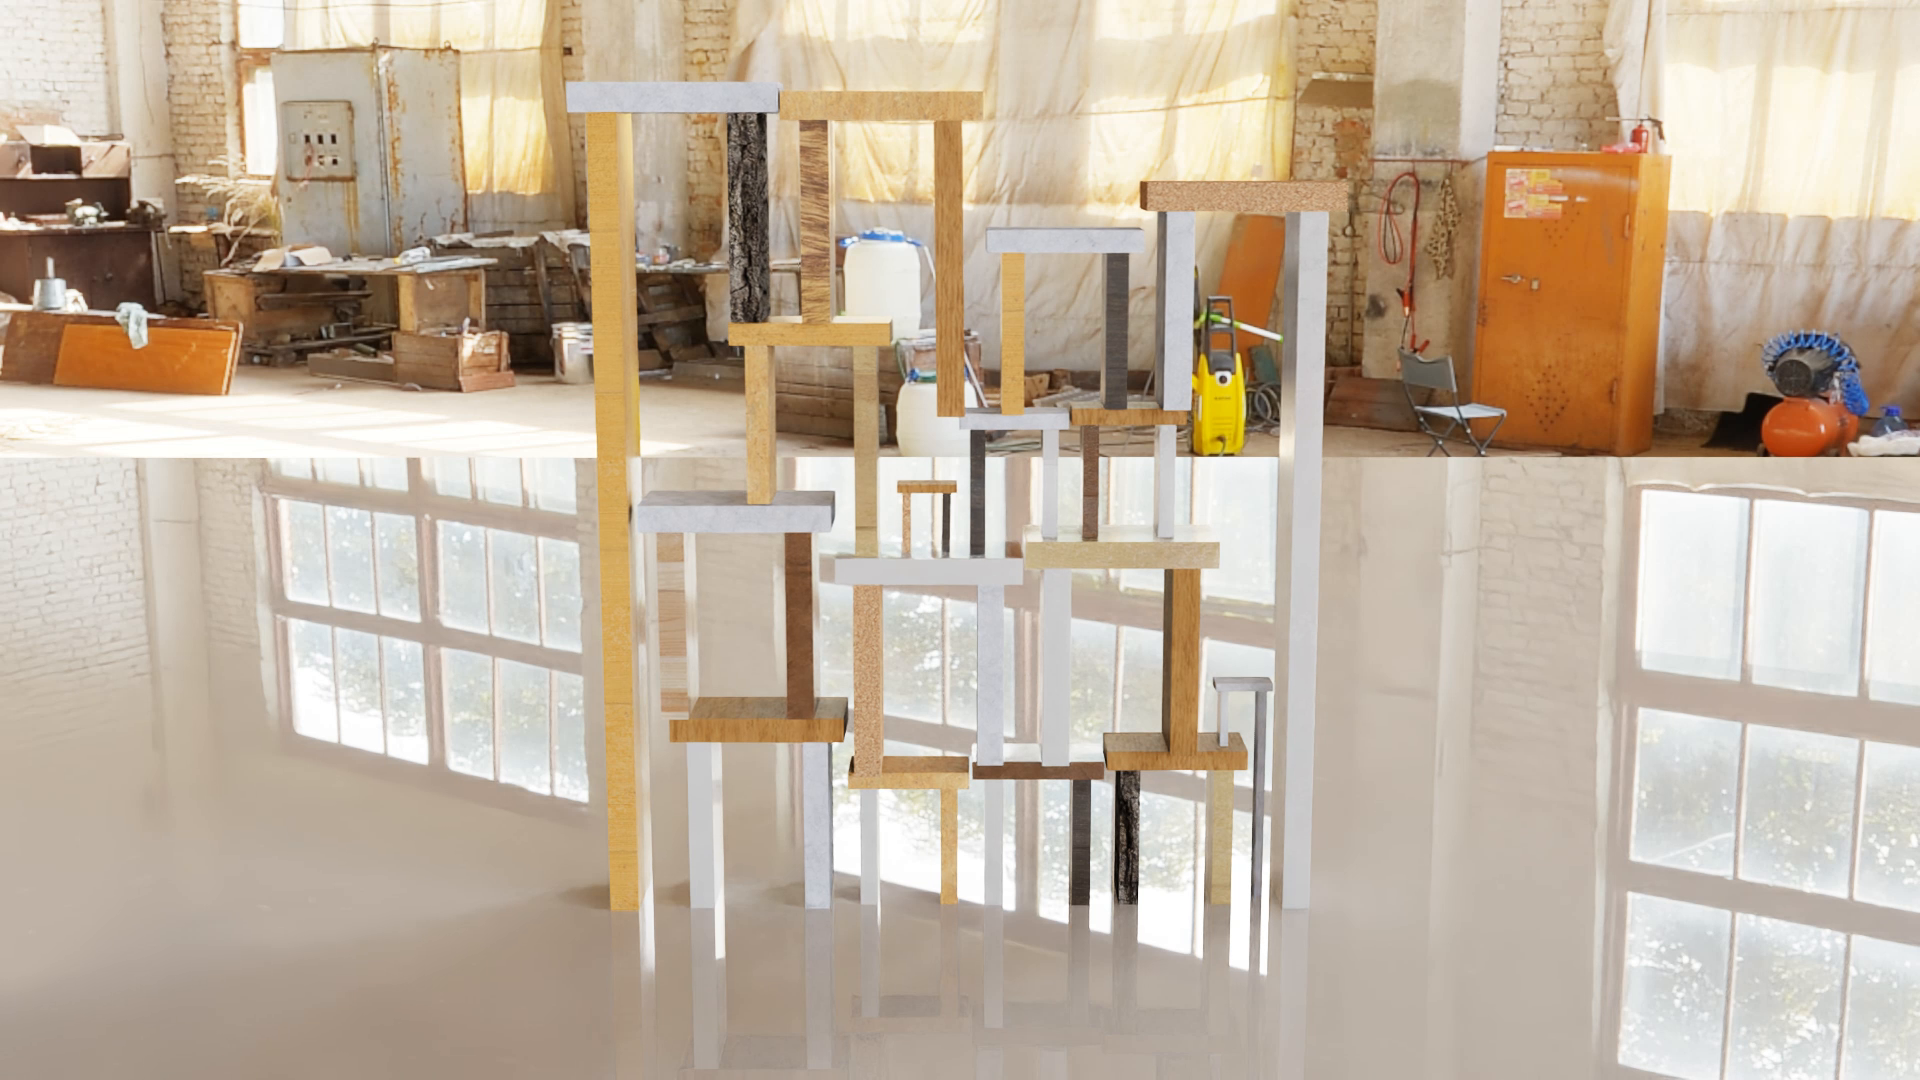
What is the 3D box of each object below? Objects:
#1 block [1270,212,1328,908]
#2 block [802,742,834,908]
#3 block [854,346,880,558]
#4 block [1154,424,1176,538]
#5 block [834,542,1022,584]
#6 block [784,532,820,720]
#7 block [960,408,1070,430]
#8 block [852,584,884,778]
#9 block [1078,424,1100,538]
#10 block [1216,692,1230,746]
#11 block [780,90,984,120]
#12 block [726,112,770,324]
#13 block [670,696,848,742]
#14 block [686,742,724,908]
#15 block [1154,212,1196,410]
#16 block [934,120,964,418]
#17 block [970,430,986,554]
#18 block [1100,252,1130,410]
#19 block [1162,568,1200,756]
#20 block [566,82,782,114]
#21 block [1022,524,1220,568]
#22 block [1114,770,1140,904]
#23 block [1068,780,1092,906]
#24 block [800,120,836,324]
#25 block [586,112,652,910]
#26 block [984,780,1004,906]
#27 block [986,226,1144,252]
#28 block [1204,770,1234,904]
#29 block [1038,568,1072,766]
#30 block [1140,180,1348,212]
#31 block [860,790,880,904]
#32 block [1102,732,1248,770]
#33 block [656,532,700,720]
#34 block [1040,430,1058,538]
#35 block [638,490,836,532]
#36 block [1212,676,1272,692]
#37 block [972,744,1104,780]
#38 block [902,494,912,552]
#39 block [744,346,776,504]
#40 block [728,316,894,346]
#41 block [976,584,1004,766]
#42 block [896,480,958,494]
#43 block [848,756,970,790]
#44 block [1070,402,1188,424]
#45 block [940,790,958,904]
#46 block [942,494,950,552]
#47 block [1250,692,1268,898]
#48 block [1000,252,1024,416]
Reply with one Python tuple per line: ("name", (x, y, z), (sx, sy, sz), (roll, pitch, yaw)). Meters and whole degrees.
("block", (0.548, 0.034, 3.571), (0.044, 1.129, 0.154), (0, 11, 0))
("block", (-0.234, 0.452, 3.644), (0.040, 0.281, 0.140), (0, 11, 0))
("block", (-0.149, -0.150, 3.529), (0.036, 0.336, 0.126), (0, 11, 0))
("block", (0.329, -0.101, 3.537), (0.026, 0.182, 0.091), (0, 11, 0))
("block", (-0.050, 0.037, 3.562), (0.298, 0.042, 0.149), (0, 11, 0))
("block", (-0.256, 0.125, 3.583), (0.043, 0.305, 0.153), (0, 11, 1))
("block", (0.086, -0.195, 3.523), (0.174, 0.025, 0.087), (0, 11, 0))
("block", (-0.149, 0.214, 3.594), (0.042, 0.317, 0.149), (0, 11, 0))
("block", (0.208, -0.101, 3.537), (0.026, 0.182, 0.091), (0, 11, 0))
("block", (0.432, 0.288, 3.613), (0.013, 0.093, 0.046), (0, 11, 0))
("block", (-0.120, -0.677, 3.432), (0.311, 0.044, 0.155), (0, 10, 0))
("block", (-0.333, -0.511, 3.476), (0.046, 0.322, 0.161), (0, 10, 1))
("block", (-0.328, 0.294, 3.613), (0.281, 0.040, 0.140), (0, 11, 0))
("block", (-0.421, 0.452, 3.644), (0.040, 0.281, 0.140), (0, 11, 0))
("block", (0.341, -0.369, 3.497), (0.044, 0.309, 0.154), (0, 11, 0))
("block", (-0.017, -0.431, 3.478), (0.044, 0.456, 0.155), (-1, 10, 0))
("block", (0.028, -0.084, 3.544), (0.025, 0.201, 0.087), (0, 11, 0))
("block", (0.246, -0.337, 3.499), (0.035, 0.245, 0.122), (0, 11, 0))
("block", (0.360, 0.183, 3.589), (0.044, 0.308, 0.154), (0, 11, 0))
("block", (-0.442, -0.691, 3.435), (0.322, 0.046, 0.161), (0, 10, -2))
("block", (0.257, 0.010, 3.557), (0.308, 0.044, 0.154), (0, 11, 0))
("block", (0.277, 0.477, 3.653), (0.032, 0.229, 0.114), (0, 10, 0))
("block", (0.199, 0.485, 3.647), (0.030, 0.214, 0.107), (0, 11, 0))
("block", (-0.223, -0.502, 3.461), (0.044, 0.310, 0.155), (0, 10, 0))
("block", (-0.547, -0.038, 3.551), (0.046, 1.279, 0.161), (0, 11, 0))
("block", (0.056, 0.485, 3.647), (0.030, 0.214, 0.107), (0, 11, 0))
("block", (0.164, -0.474, 3.474), (0.245, 0.035, 0.122), (0, 11, 0))
("block", (0.430, 0.477, 3.653), (0.032, 0.229, 0.114), (0, 11, 0))
("block", (0.154, 0.191, 3.590), (0.044, 0.324, 0.154), (0, 11, 0))
("block", (0.443, -0.542, 3.464), (0.309, 0.044, 0.154), (0, 11, 0))
("block", (-0.149, 0.494, 3.648), (0.028, 0.197, 0.099), (0, 11, 0))
("block", (0.353, 0.348, 3.629), (0.229, 0.032, 0.114), (0, 11, 0))
("block", (-0.459, 0.125, 3.583), (0.043, 0.305, 0.153), (0, 11, 0))
("block", (0.144, -0.097, 3.541), (0.025, 0.174, 0.087), (0, 11, 0))
("block", (-0.358, -0.047, 3.551), (0.305, 0.043, 0.153), (0, 11, 0))
("block", (0.463, 0.236, 3.602), (0.093, 0.013, 0.046), (0, 11, 0))
("block", (0.127, 0.365, 3.625), (0.214, 0.030, 0.107), (0, 11, 0))
("block", (-0.086, -0.032, 3.551), (0.014, 0.096, 0.048), (0, 11, 0))
("block", (-0.318, -0.191, 3.523), (0.036, 0.252, 0.126), (0, 10, 0))
("block", (-0.235, -0.333, 3.495), (0.252, 0.036, 0.126), (0, 10, 1))
("block", (0.049, 0.204, 3.594), (0.042, 0.298, 0.149), (0, 10, 0))
("block", (-0.053, -0.086, 3.542), (0.096, 0.014, 0.048), (0, 11, -1))
("block", (-0.083, 0.383, 3.626), (0.197, 0.028, 0.099), (0, 11, 1))
("block", (0.268, -0.203, 3.518), (0.182, 0.026, 0.091), (0, 11, 0))
("block", (-0.018, 0.494, 3.649), (0.028, 0.197, 0.099), (0, 11, 0))
("block", (-0.022, -0.032, 3.553), (0.014, 0.096, 0.048), (1, 11, 0))
("block", (0.494, 0.416, 3.636), (0.013, 0.354, 0.046), (0, 11, 0))
("block", (0.083, -0.332, 3.500), (0.035, 0.254, 0.122), (0, 11, 0))
